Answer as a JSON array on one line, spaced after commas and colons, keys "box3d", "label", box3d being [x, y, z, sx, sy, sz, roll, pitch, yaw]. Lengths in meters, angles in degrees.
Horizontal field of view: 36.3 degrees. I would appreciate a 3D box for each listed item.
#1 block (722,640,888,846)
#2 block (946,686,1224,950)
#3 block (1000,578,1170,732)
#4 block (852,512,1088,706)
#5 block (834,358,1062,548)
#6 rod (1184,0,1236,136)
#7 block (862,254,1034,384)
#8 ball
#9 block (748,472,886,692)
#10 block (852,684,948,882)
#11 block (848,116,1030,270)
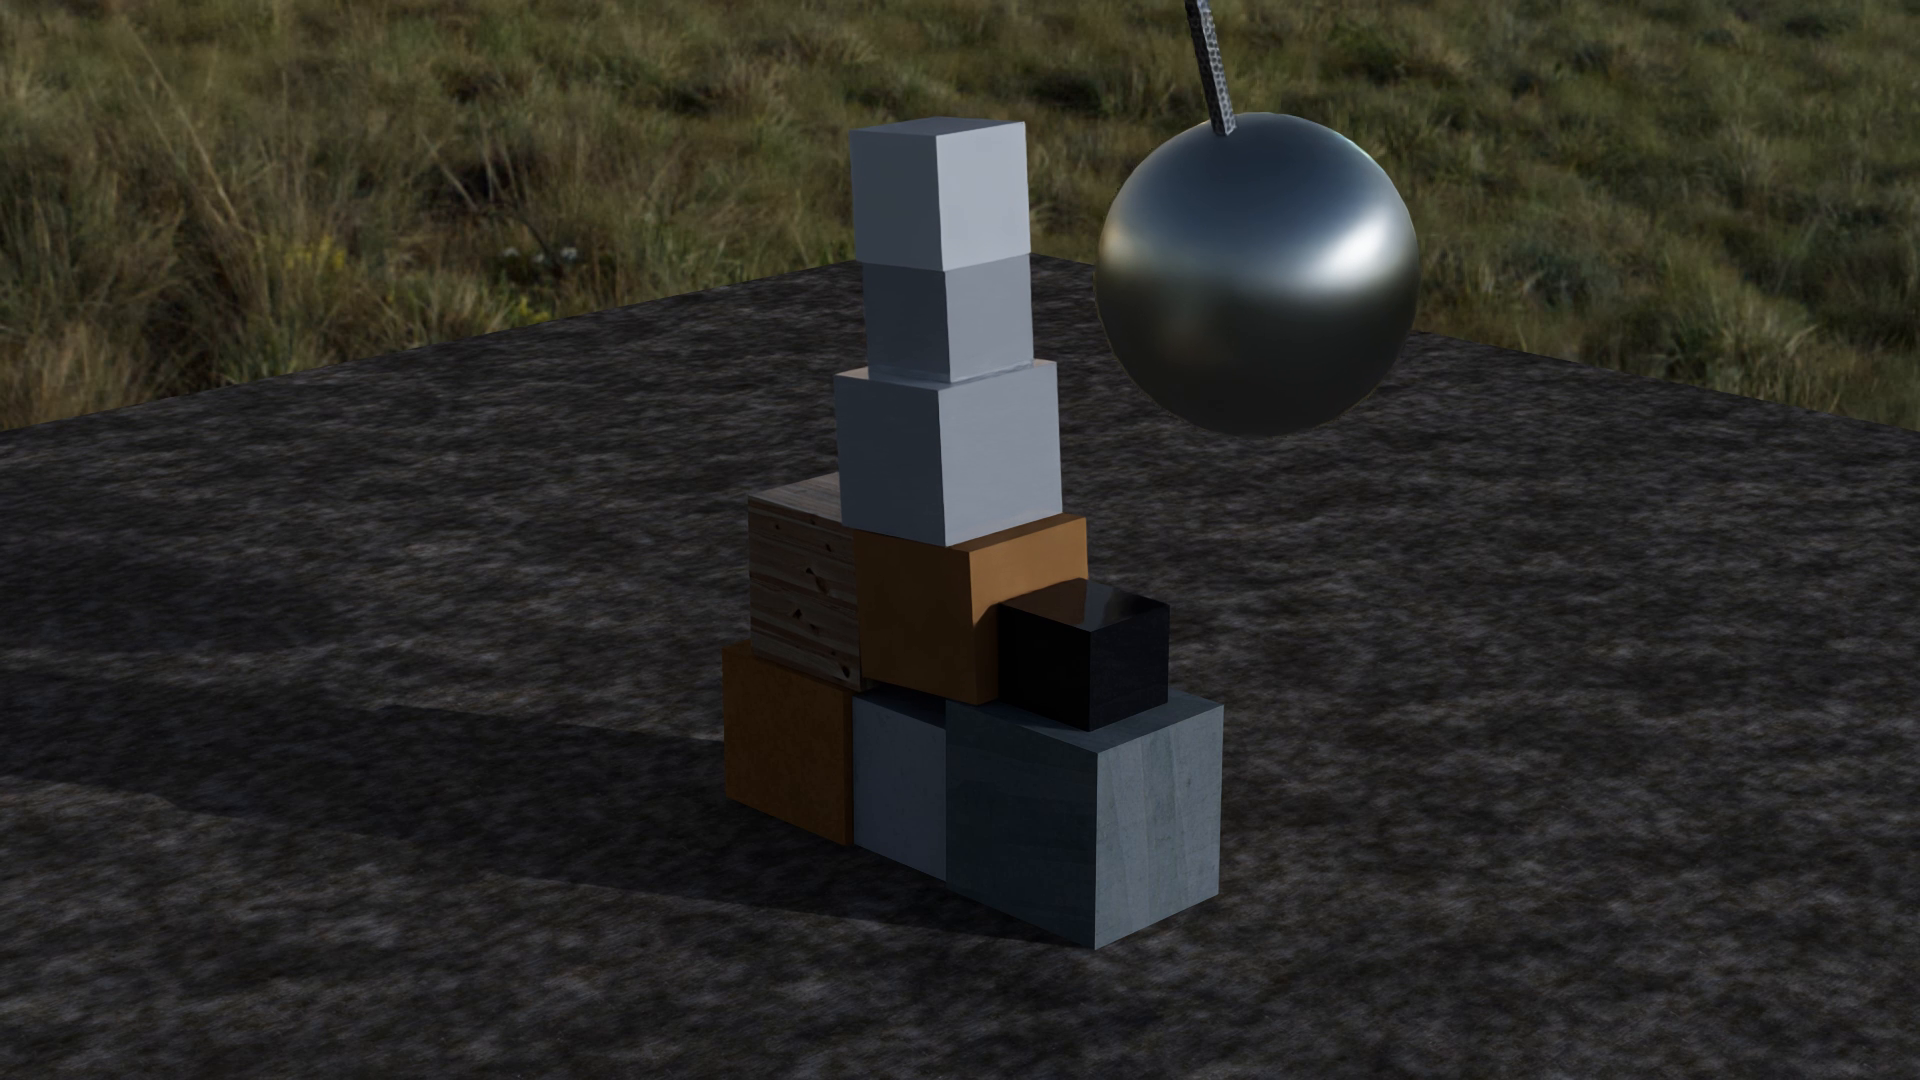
[{"box3d": [-0.570, 0.896, 14.208, 0.776, 0.771, 0.857, -17, 24, -42], "label": "block"}, {"box3d": [0.552, 1.155, 13.145, 0.827, 0.914, 0.915, -17, 24, -42], "label": "block"}, {"box3d": [0.548, 0.499, 12.944, 0.515, 0.459, 0.541, -17, 24, -42], "label": "block"}, {"box3d": [0.060, 0.260, 13.355, 0.748, 0.699, 0.744, -17, 20, -43], "label": "block"}, {"box3d": [-0.051, -0.433, 13.252, 0.747, 0.701, 0.672, -16, 20, -43], "label": "block"}, {"box3d": [0.636, -4.098, 12.720, 0.080, 5.200, 0.080, 17, 44, 42], "label": "rod"}, {"box3d": [-0.052, -1.017, 13.120, 0.521, 0.494, 0.535, 11, 20, 43], "label": "block"}, {"box3d": [1.467, -1.303, 14.470, 1.600, 1.600, 1.600, 0, 17, 0], "label": "ball"}, {"box3d": [-0.488, 0.174, 13.899, 0.758, 0.792, 0.688, 16, 23, 42], "label": "block"}, {"box3d": [-0.028, 1.074, 13.692, 0.674, 0.741, 0.659, -17, 24, -42], "label": "block"}, {"box3d": [-0.089, -1.547, 13.020, 0.551, 0.585, 0.553, 11, 20, 44], "label": "block"}]
